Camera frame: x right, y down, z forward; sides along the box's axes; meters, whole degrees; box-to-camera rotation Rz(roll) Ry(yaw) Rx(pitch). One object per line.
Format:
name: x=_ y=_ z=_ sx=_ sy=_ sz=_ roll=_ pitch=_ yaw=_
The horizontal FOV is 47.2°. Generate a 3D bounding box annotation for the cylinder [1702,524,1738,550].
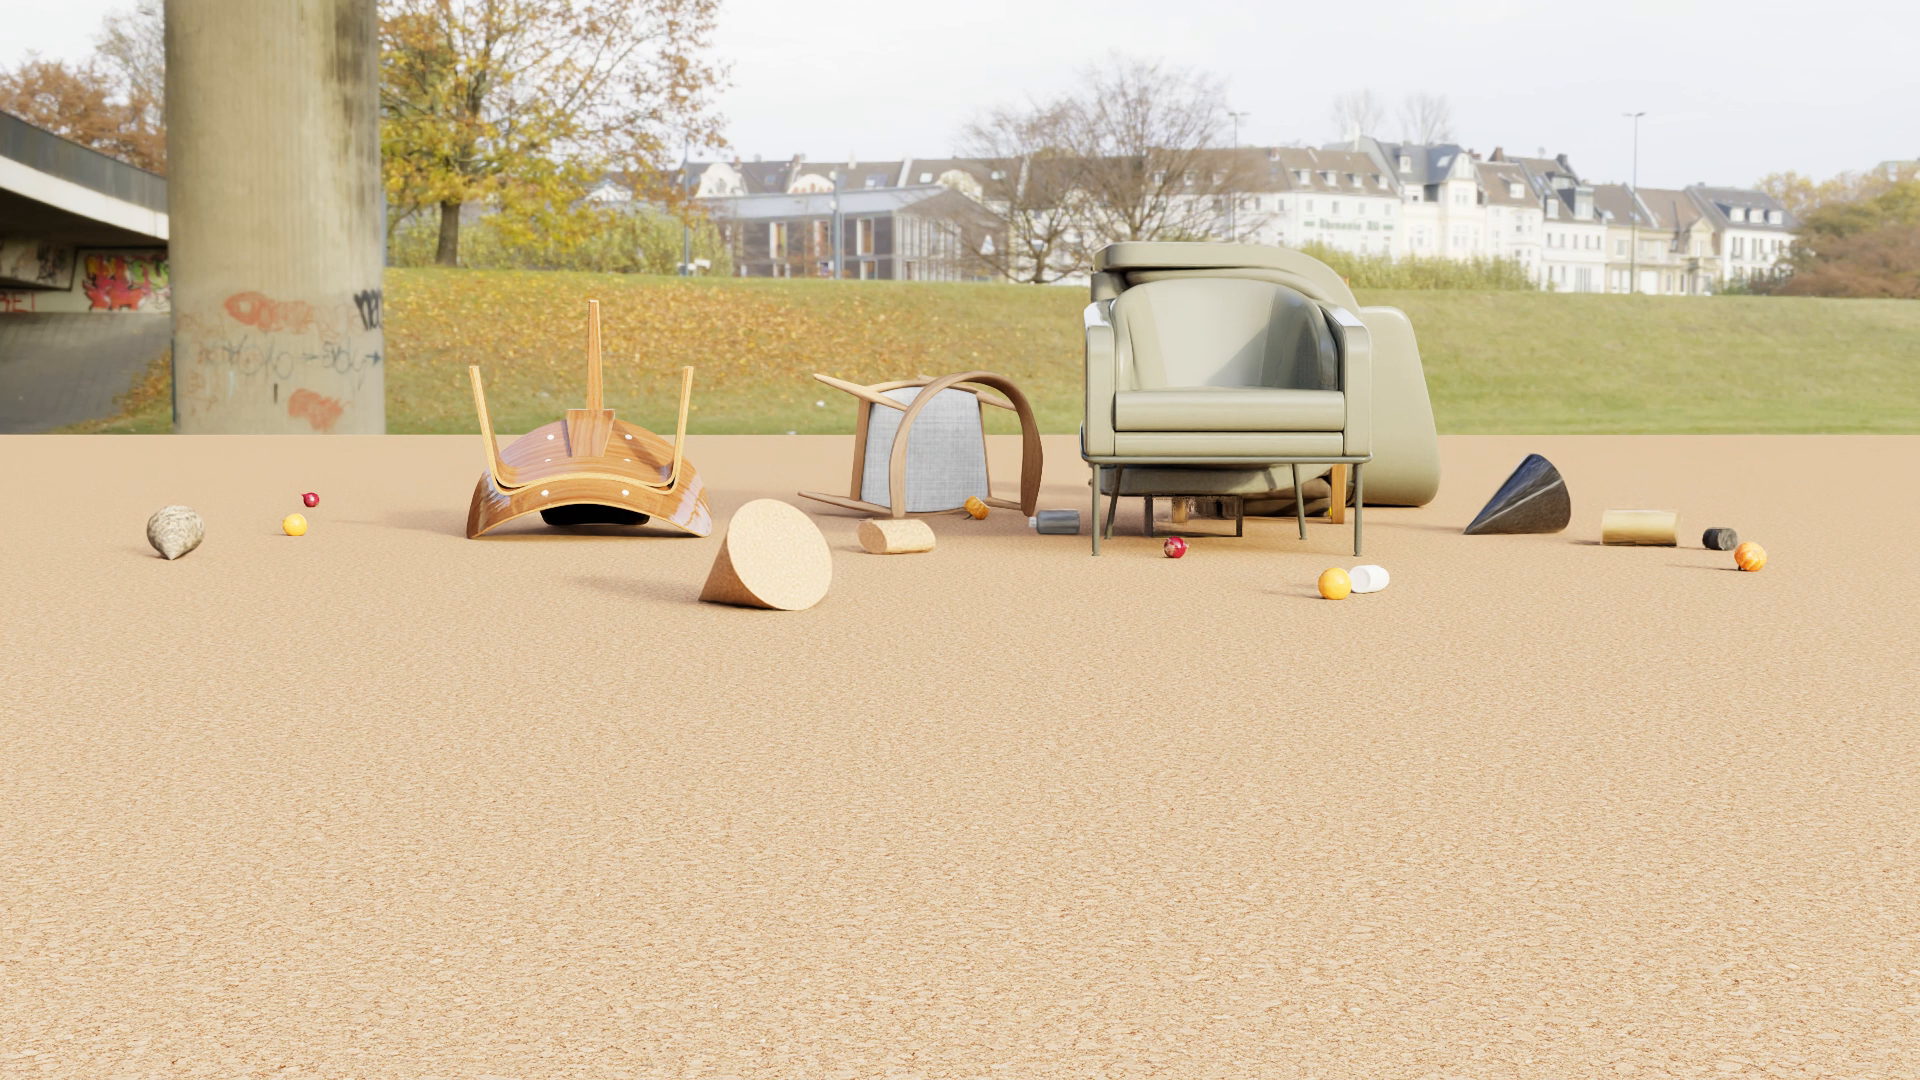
cylinder: x=2.120 y=-0.004 z=6.136 sx=0.069 sy=0.064 sz=0.064 roll=-14 pitch=-6 yaw=-32

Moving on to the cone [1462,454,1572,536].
cone: x=1.682 y=-0.080 z=6.812 sx=0.325 sy=0.278 sz=0.246 roll=-25 pitch=48 yaw=-17

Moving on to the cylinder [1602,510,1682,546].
cylinder: x=1.960 y=-0.034 z=6.321 sx=0.201 sy=0.098 sz=0.170 roll=2 pitch=-3 yaw=24

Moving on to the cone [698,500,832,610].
cone: x=-0.462 y=0.079 z=4.583 sx=0.273 sy=0.242 sz=0.283 roll=1 pitch=-21 yaw=-46

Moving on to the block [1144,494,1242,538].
block: x=0.712 y=-0.074 z=6.706 sx=0.277 sy=0.125 sz=0.120 roll=0 pitch=4 yaw=-7

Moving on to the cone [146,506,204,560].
cone: x=-2.084 y=0.015 z=5.824 sx=0.147 sy=0.159 sz=0.151 roll=25 pitch=23 yaw=-26

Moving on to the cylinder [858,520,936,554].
cylinder: x=-0.175 y=-0.008 z=6.026 sx=0.163 sy=0.081 sz=0.142 roll=-3 pitch=22 yaw=-38
